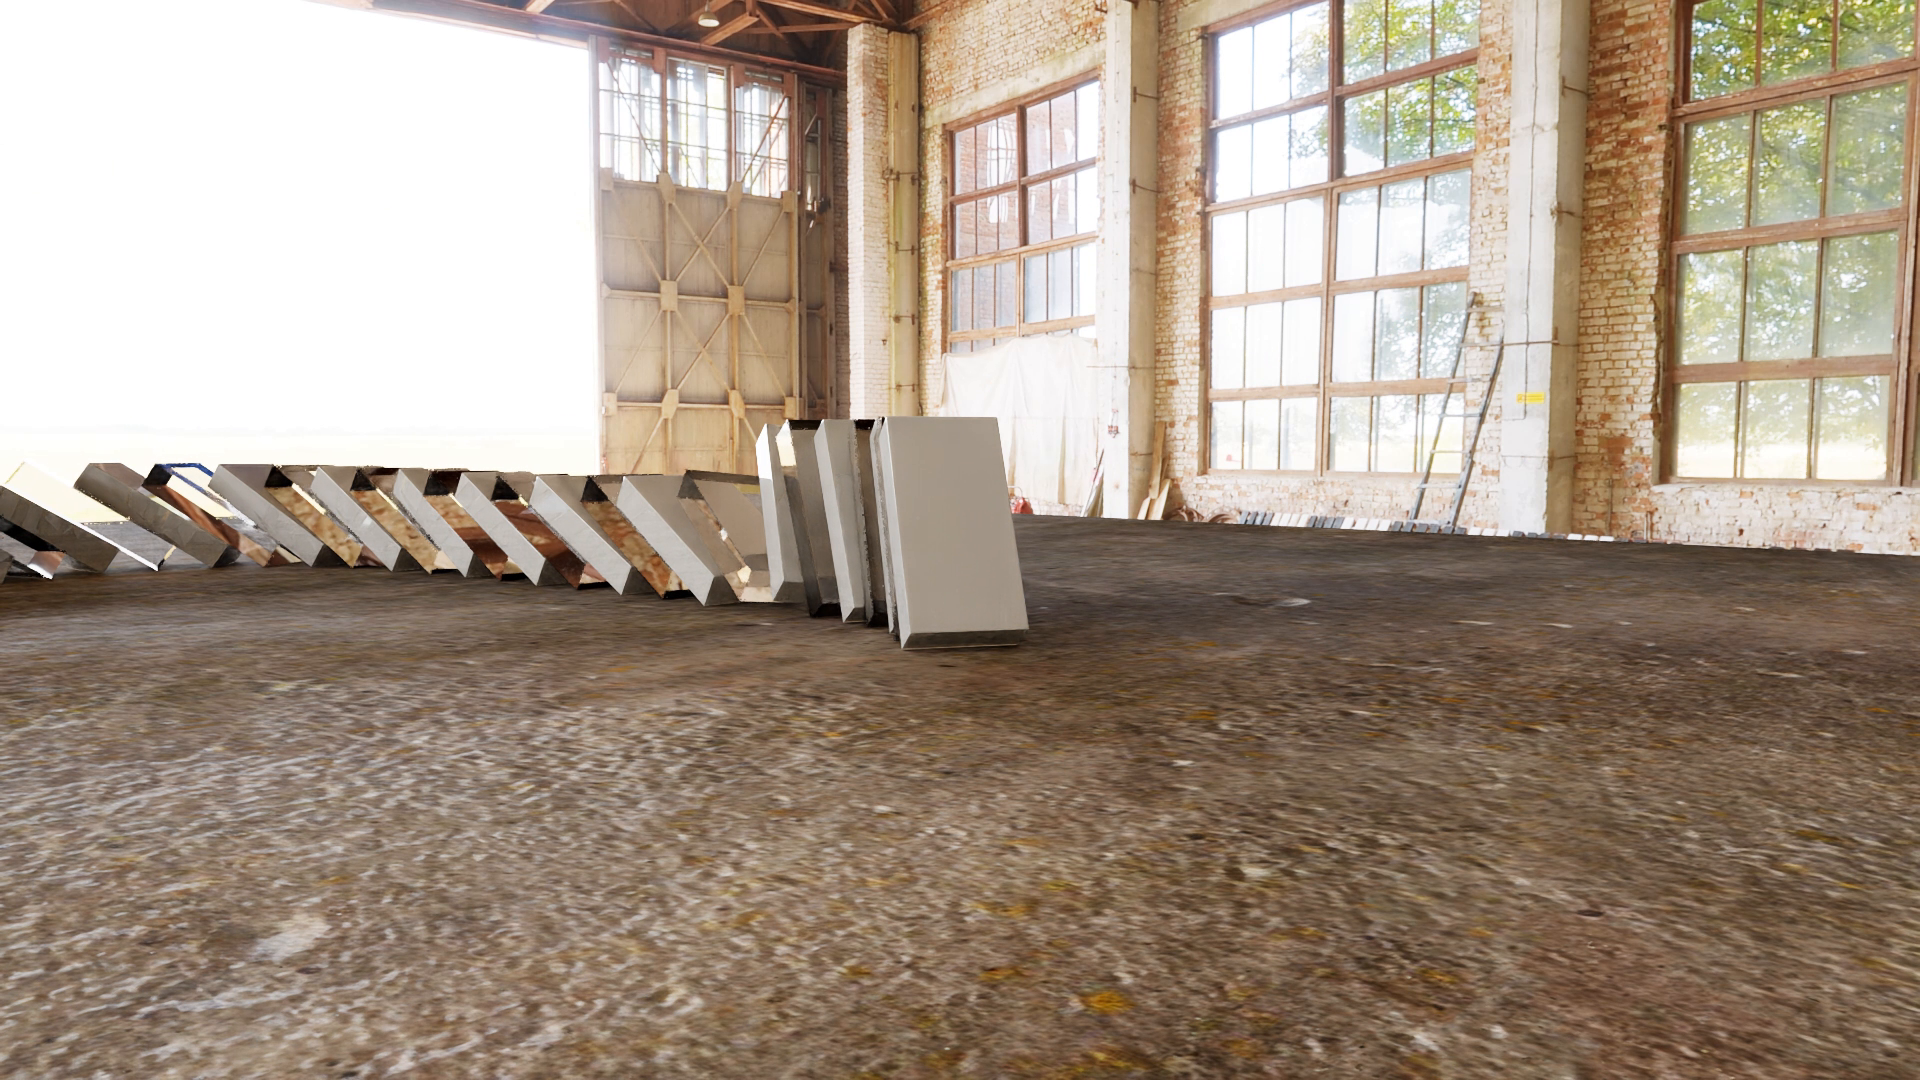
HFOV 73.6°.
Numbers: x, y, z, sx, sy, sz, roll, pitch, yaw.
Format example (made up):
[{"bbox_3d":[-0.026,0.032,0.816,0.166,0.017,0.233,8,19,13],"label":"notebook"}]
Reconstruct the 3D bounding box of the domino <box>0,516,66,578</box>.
[{"bbox_3d":[-0.306,-0.005,0.392,0.025,0.010,0.050,2,-29,21],"label":"domino"}]

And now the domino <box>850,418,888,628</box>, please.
[{"bbox_3d":[-0.011,-0.005,0.306,0.025,0.050,0.010,-1,-24,-14],"label":"domino"}]

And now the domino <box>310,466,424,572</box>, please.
[{"bbox_3d":[-0.200,-0.008,0.447,0.050,0.010,0.025,38,21,22],"label":"domino"}]

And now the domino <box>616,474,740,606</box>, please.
[{"bbox_3d":[-0.072,-0.001,0.358,0.025,0.009,0.050,-4,36,-45],"label":"domino"}]

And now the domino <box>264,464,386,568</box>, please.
[{"bbox_3d":[-0.218,-0.009,0.453,0.050,0.009,0.025,36,16,18],"label":"domino"}]

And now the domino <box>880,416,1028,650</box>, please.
[{"bbox_3d":[-0.002,-0.002,0.275,0.025,0.050,0.010,-1,-24,-14],"label":"domino"}]

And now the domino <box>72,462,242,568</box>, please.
[{"bbox_3d":[-0.276,-0.009,0.446,0.050,0.009,0.025,35,-4,-13],"label":"domino"}]

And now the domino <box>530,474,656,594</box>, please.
[{"bbox_3d":[-0.103,-0.003,0.382,0.050,0.010,0.025,38,25,30],"label":"domino"}]

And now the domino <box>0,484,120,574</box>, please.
[{"bbox_3d":[-0.301,-0.006,0.412,0.025,0.010,0.050,3,-29,37],"label":"domino"}]

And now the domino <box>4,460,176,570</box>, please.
[{"bbox_3d":[-0.292,-0.008,0.432,0.050,0.010,0.025,39,-17,-28],"label":"domino"}]

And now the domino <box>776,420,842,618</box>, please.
[{"bbox_3d":[-0.029,-0.006,0.324,0.025,0.050,0.010,-2,-23,-27],"label":"domino"}]

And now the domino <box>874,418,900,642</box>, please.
[{"bbox_3d":[-0.004,-0.003,0.286,0.025,0.050,0.009,-1,-24,-14],"label":"domino"}]

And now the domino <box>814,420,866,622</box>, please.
[{"bbox_3d":[-0.019,-0.005,0.316,0.025,0.050,0.010,-2,-24,-23],"label":"domino"}]

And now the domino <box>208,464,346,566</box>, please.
[{"bbox_3d":[-0.238,-0.009,0.456,0.050,0.009,0.025,35,10,9],"label":"domino"}]

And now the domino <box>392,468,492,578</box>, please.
[{"bbox_3d":[-0.165,-0.007,0.429,0.050,0.010,0.025,39,26,29],"label":"domino"}]

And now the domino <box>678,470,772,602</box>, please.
[{"bbox_3d":[-0.056,-0.001,0.350,0.025,0.010,0.050,4,31,-37],"label":"domino"}]

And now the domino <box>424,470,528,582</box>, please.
[{"bbox_3d":[-0.150,-0.006,0.417,0.050,0.010,0.025,39,25,29],"label":"domino"}]

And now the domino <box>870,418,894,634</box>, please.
[{"bbox_3d":[-0.006,-0.004,0.296,0.025,0.050,0.010,-1,-24,-14],"label":"domino"}]

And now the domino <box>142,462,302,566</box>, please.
[{"bbox_3d":[-0.258,-0.009,0.453,0.050,0.010,0.025,34,4,-2],"label":"domino"}]

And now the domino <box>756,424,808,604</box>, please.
[{"bbox_3d":[-0.038,-0.007,0.337,0.025,0.050,0.010,6,-37,-25],"label":"domino"}]

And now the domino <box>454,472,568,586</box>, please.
[{"bbox_3d":[-0.135,-0.005,0.405,0.050,0.010,0.025,38,25,29],"label":"domino"}]

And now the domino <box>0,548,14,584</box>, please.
[{"bbox_3d":[-0.305,-0.003,0.371,0.025,0.009,0.050,1,-28,8],"label":"domino"}]

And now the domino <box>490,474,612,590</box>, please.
[{"bbox_3d":[-0.119,-0.003,0.394,0.050,0.010,0.025,38,25,30],"label":"domino"}]

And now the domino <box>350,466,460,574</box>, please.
[{"bbox_3d":[-0.182,-0.007,0.438,0.050,0.009,0.025,38,22,24],"label":"domino"}]

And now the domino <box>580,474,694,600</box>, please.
[{"bbox_3d":[-0.086,-0.002,0.371,0.025,0.010,0.050,-4,36,-46],"label":"domino"}]
